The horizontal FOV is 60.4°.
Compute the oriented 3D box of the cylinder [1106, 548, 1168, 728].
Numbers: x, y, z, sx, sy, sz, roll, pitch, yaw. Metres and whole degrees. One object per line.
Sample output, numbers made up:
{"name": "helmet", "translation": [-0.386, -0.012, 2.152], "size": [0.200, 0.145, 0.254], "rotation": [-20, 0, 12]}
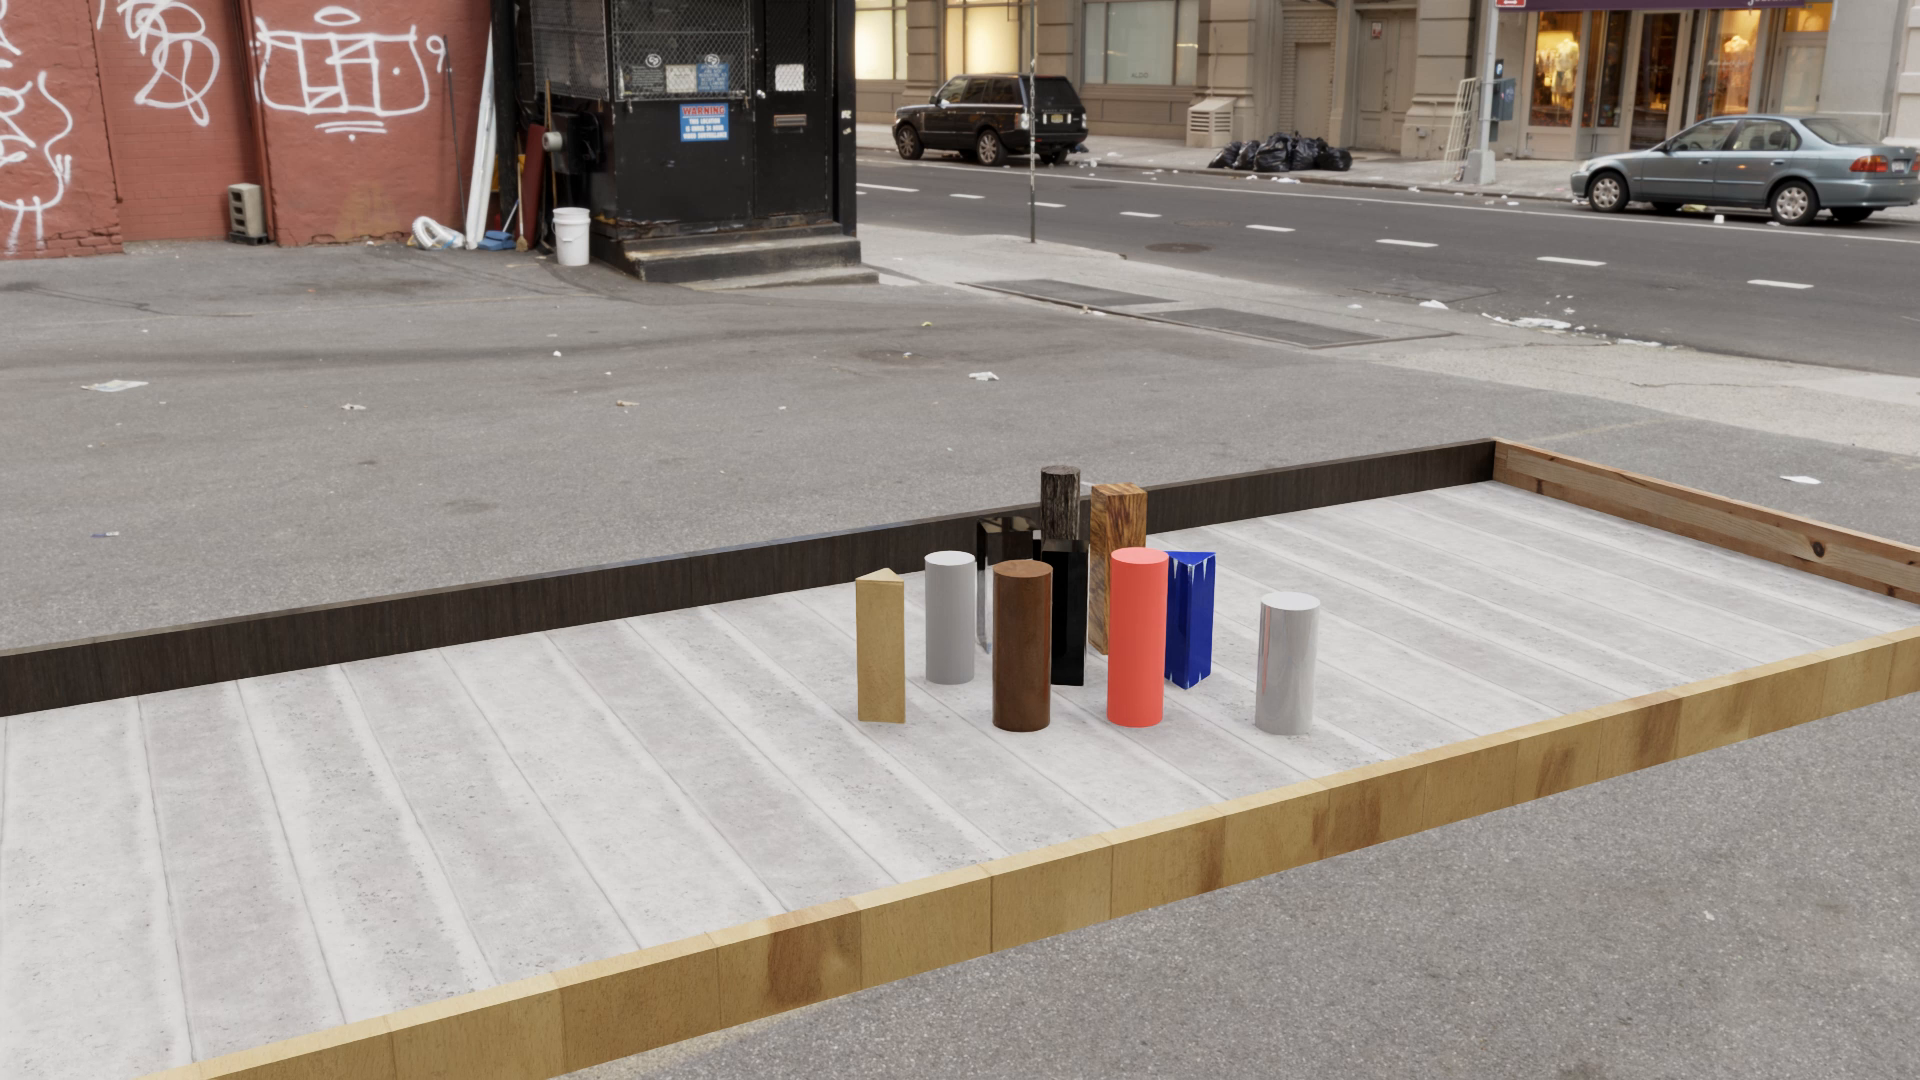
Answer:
{"name": "cylinder", "translation": [0.416, 0.228, 3.868], "size": [0.133, 0.401, 0.133], "rotation": [0, 16, 0]}

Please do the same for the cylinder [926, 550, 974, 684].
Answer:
{"name": "cylinder", "translation": [-0.025, 0.195, 4.137], "size": [0.124, 0.313, 0.124], "rotation": [0, 16, 0]}

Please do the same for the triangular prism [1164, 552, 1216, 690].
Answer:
{"name": "triangular prism", "translation": [0.551, 0.192, 4.130], "size": [0.115, 0.322, 0.133], "rotation": [11, 20, 33]}

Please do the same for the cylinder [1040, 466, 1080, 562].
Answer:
{"name": "cylinder", "translation": [0.277, 0.006, 4.596], "size": [0.108, 0.416, 0.108], "rotation": [0, 16, 0]}

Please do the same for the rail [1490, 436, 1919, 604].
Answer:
{"name": "rail", "translation": [2.466, -0.048, 5.253], "size": [0.050, 0.150, 2.100], "rotation": [-9, 18, -27]}

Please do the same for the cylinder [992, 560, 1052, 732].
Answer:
{"name": "cylinder", "translation": [0.145, 0.247, 3.845], "size": [0.138, 0.378, 0.138], "rotation": [0, 16, 0]}

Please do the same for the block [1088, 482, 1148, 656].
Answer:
{"name": "block", "translation": [0.412, 0.076, 4.329], "size": [0.111, 0.433, 0.111], "rotation": [-5, 17, -16]}

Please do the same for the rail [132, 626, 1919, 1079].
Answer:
{"name": "rail", "translation": [-2.336, 1.006, 1.665], "size": [12.000, 0.150, 0.050], "rotation": [-9, 18, -27]}

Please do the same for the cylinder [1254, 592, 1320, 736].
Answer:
{"name": "cylinder", "translation": [0.760, 0.287, 3.836], "size": [0.135, 0.306, 0.135], "rotation": [0, 16, 0]}

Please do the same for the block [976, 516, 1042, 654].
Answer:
{"name": "block", "translation": [0.127, 0.118, 4.365], "size": [0.141, 0.332, 0.141], "rotation": [-3, 17, -10]}

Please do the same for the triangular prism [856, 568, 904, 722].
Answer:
{"name": "triangular prism", "translation": [-0.179, 0.247, 3.891], "size": [0.112, 0.351, 0.097], "rotation": [2, 17, 8]}

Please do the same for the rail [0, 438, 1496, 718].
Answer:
{"name": "rail", "translation": [-3.305, 0.497, 3.399], "size": [12.000, 0.150, 0.050], "rotation": [-9, 18, -27]}

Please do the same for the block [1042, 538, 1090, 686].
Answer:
{"name": "block", "translation": [0.261, 0.181, 4.122], "size": [0.108, 0.348, 0.108], "rotation": [2, 17, 8]}
